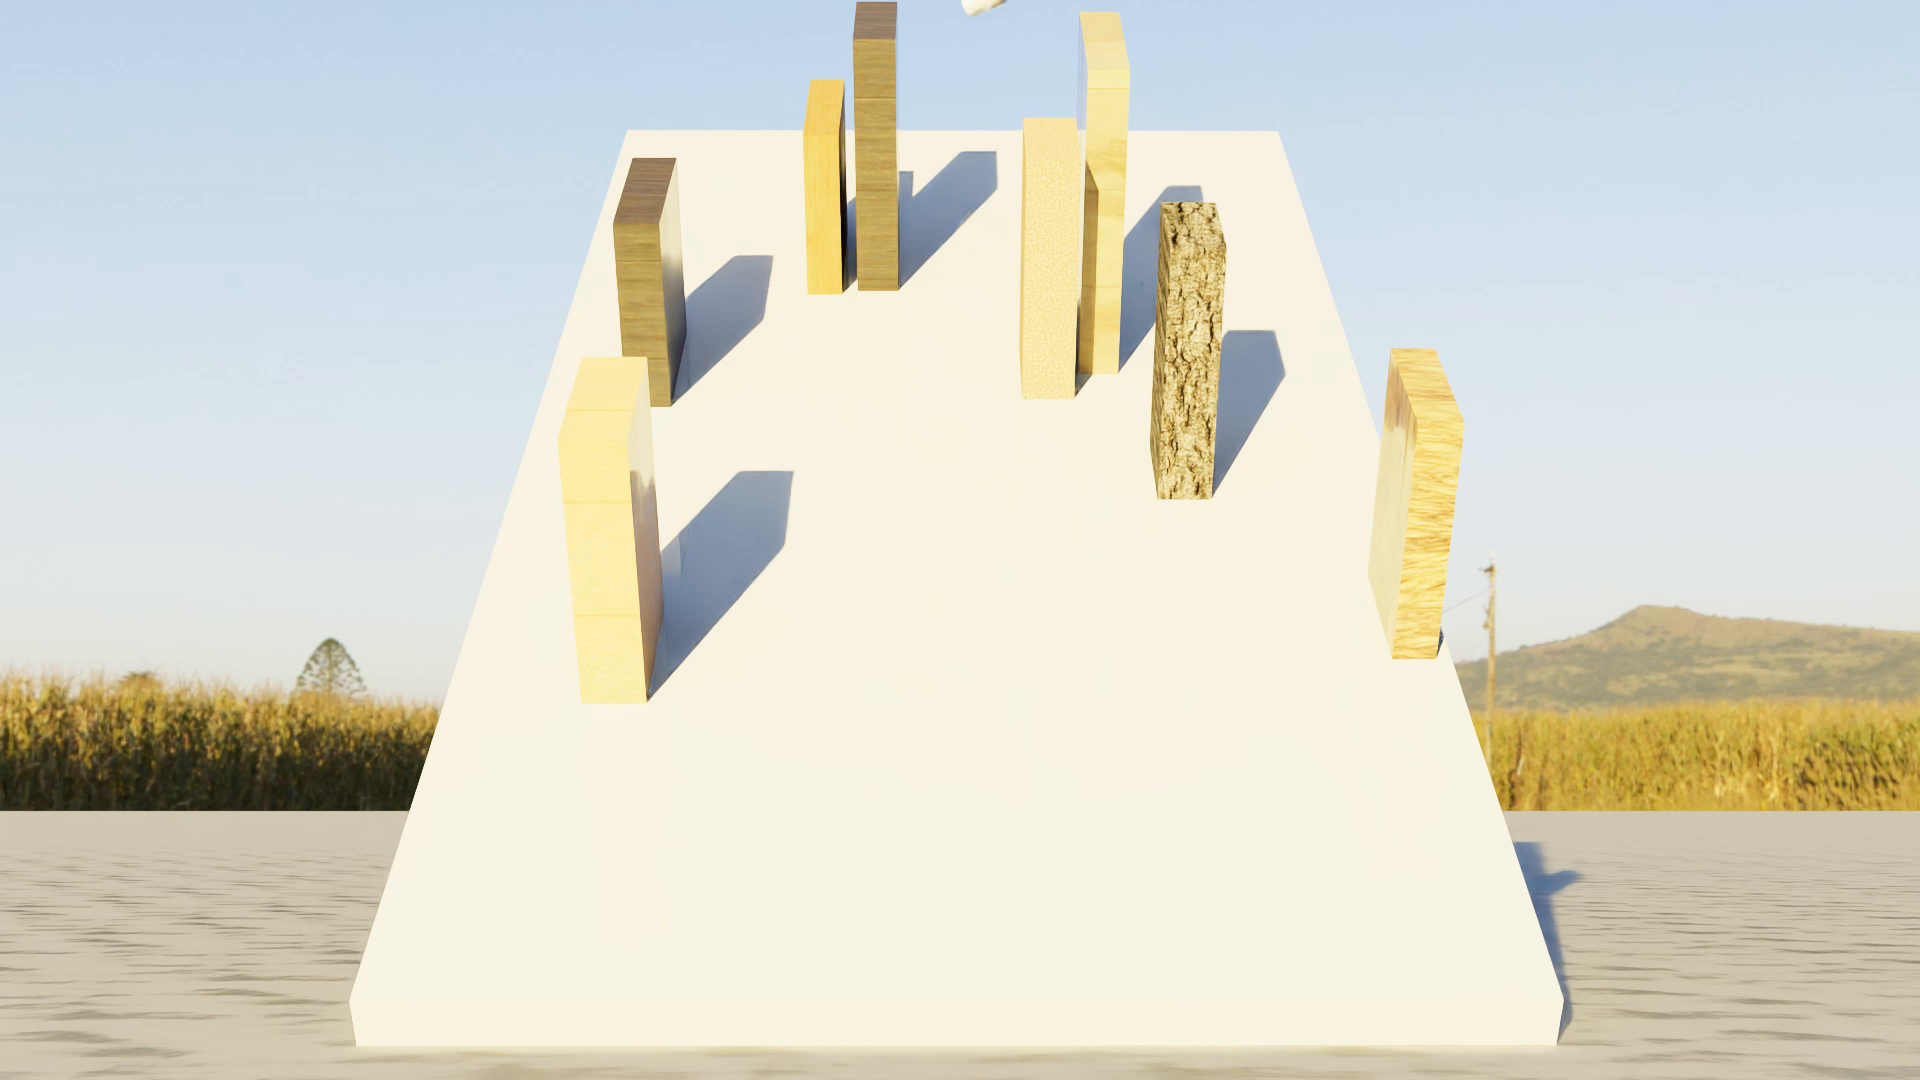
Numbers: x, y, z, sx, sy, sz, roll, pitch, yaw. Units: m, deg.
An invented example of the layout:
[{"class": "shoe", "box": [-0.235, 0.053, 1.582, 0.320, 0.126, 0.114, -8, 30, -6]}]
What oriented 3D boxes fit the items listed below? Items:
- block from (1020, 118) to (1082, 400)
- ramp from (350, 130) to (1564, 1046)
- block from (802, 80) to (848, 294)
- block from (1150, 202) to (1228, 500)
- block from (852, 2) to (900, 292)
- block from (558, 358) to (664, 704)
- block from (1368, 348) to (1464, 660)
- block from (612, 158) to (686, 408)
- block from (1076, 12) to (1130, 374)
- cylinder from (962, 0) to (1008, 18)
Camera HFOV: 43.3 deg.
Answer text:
[{"class": "block", "box": [0.214, -0.677, 5.836, 0.126, 0.614, 0.282, 0, 30, 0]}, {"class": "ramp", "box": [-0.013, -0.207, 5.738, 2.000, 0.100, 4.000, 0, 30, 0]}, {"class": "block", "box": [-0.357, -0.945, 6.460, 0.091, 0.444, 0.418, 0, 30, 0]}, {"class": "block", "box": [0.505, -0.419, 5.399, 0.121, 0.611, 0.257, 0, 30, 0]}, {"class": "block", "box": [-0.217, -1.033, 6.368, 0.107, 0.689, 0.301, 0, 30, 0]}, {"class": "block", "box": [-0.676, -0.019, 4.732, 0.127, 0.584, 0.345, 0, 30, 0]}, {"class": "block", "box": [0.915, -0.074, 4.885, 0.089, 0.535, 0.331, 0, 30, 0]}, {"class": "block", "box": [-0.750, -0.630, 5.886, 0.108, 0.475, 0.417, 0, 30, 0]}, {"class": "block", "box": [0.343, -0.856, 5.974, 0.097, 0.784, 0.425, 0, 30, 0]}, {"class": "cylinder", "box": [0.066, -1.679, 7.407, 0.122, 0.122, 0.122, -20, -11, 12]}]
